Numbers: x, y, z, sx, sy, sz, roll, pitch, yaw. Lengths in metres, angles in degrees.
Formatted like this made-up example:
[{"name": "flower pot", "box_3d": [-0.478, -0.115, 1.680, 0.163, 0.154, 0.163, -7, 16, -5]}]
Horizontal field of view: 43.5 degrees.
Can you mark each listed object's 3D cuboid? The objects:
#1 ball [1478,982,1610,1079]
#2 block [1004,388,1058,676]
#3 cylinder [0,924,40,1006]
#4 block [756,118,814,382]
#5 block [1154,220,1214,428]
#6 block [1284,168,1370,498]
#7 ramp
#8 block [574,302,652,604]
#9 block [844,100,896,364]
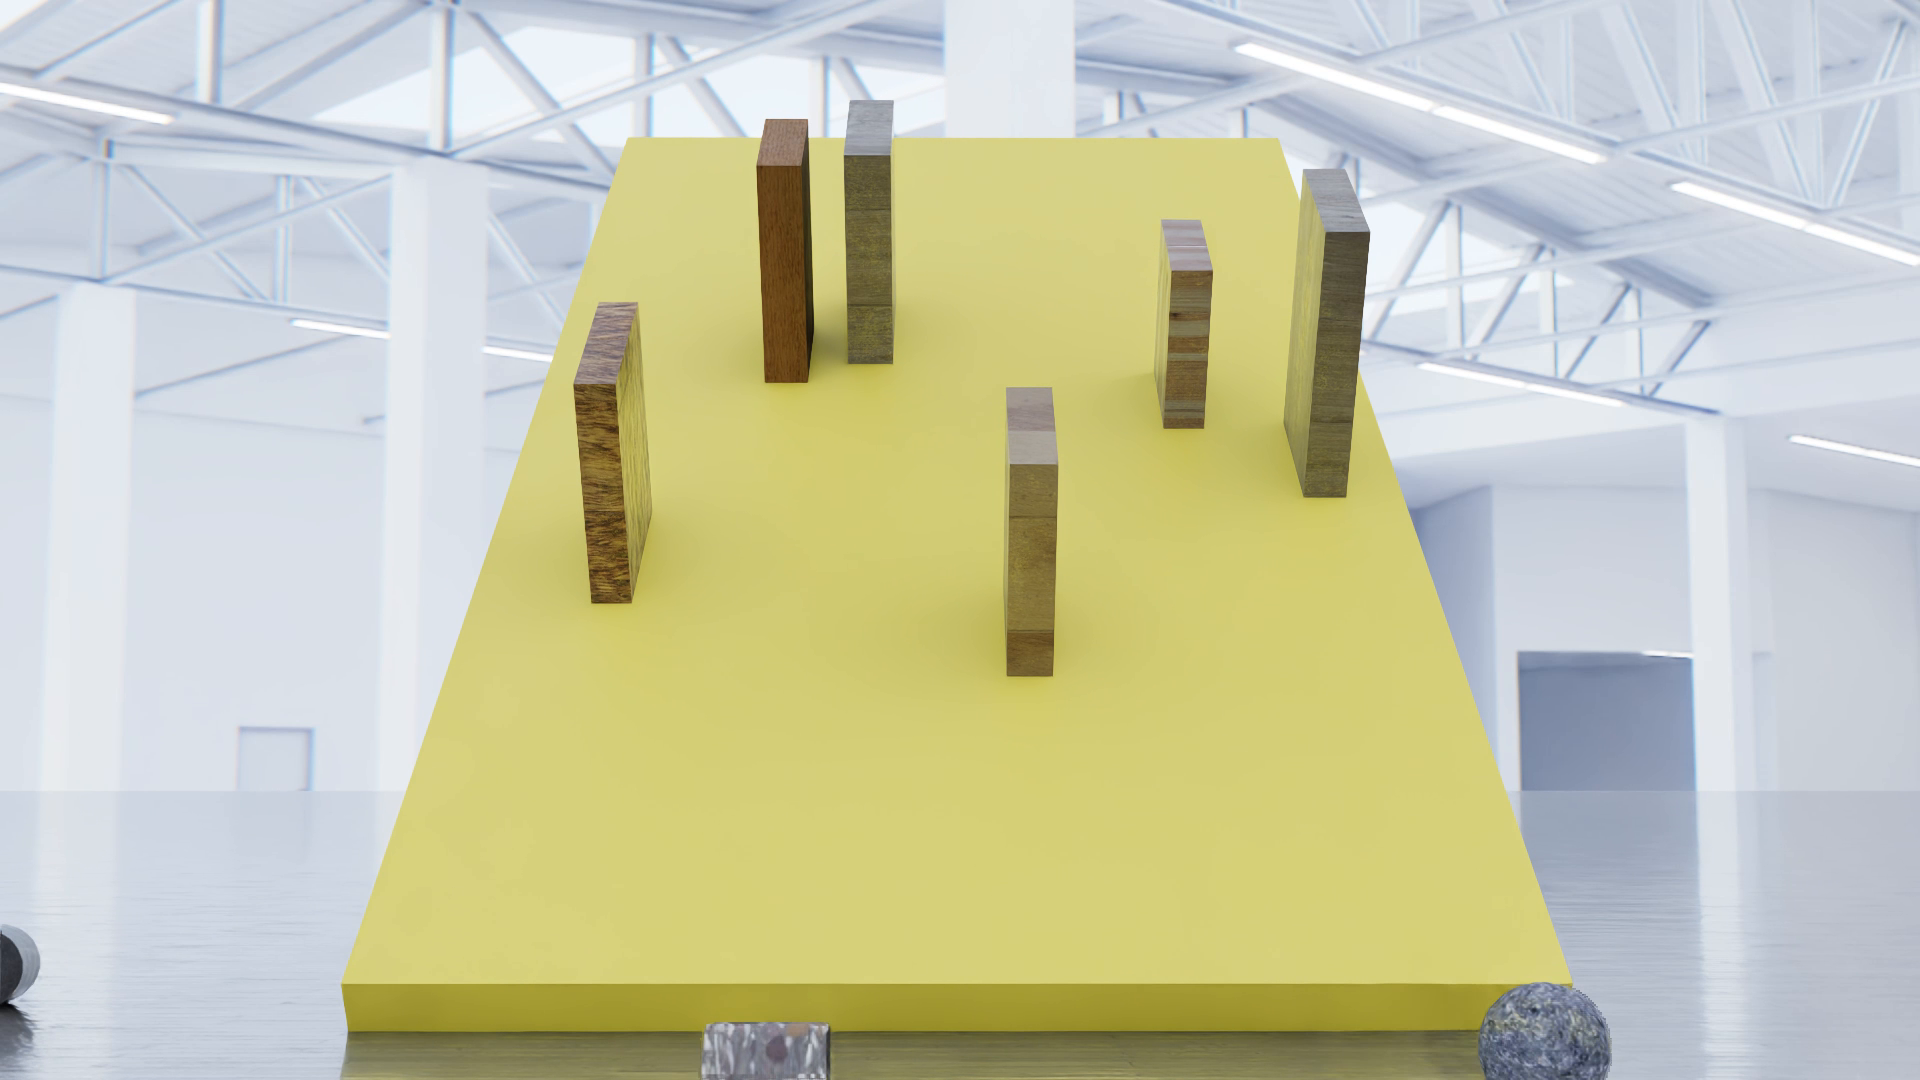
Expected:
[{"name": "ball", "box_3d": [0.721, 0.627, 2.970, 0.160, 0.160, 0.160, 0, -6, 0]}, {"name": "block", "box_3d": [0.137, -0.018, 4.742, 0.091, 0.468, 0.331, 0, 29, 0]}, {"name": "cylinder", "box_3d": [-1.778, 0.782, 4.411, 0.144, 0.144, 0.144, 1, -4, -10]}, {"name": "block", "box_3d": [-0.423, -0.706, 5.872, 0.105, 0.559, 0.324, 0, 29, 0]}, {"name": "block", "box_3d": [0.526, -0.513, 5.695, 0.095, 0.401, 0.312, 0, 29, 0]}, {"name": "block", "box_3d": [0.813, -0.462, 5.368, 0.095, 0.634, 0.373, 0, 29, 0]}, {"name": "ramp", "box_3d": [-0.012, -0.215, 5.672, 2.000, 0.100, 4.000, 0, 29, 0]}, {"name": "block", "box_3d": [-0.717, -0.185, 5.001, 0.083, 0.500, 0.398, 0, 29, 0]}, {"name": "block", "box_3d": [-0.222, -0.771, 6.004, 0.112, 0.545, 0.396, 0, 29, 0]}]
